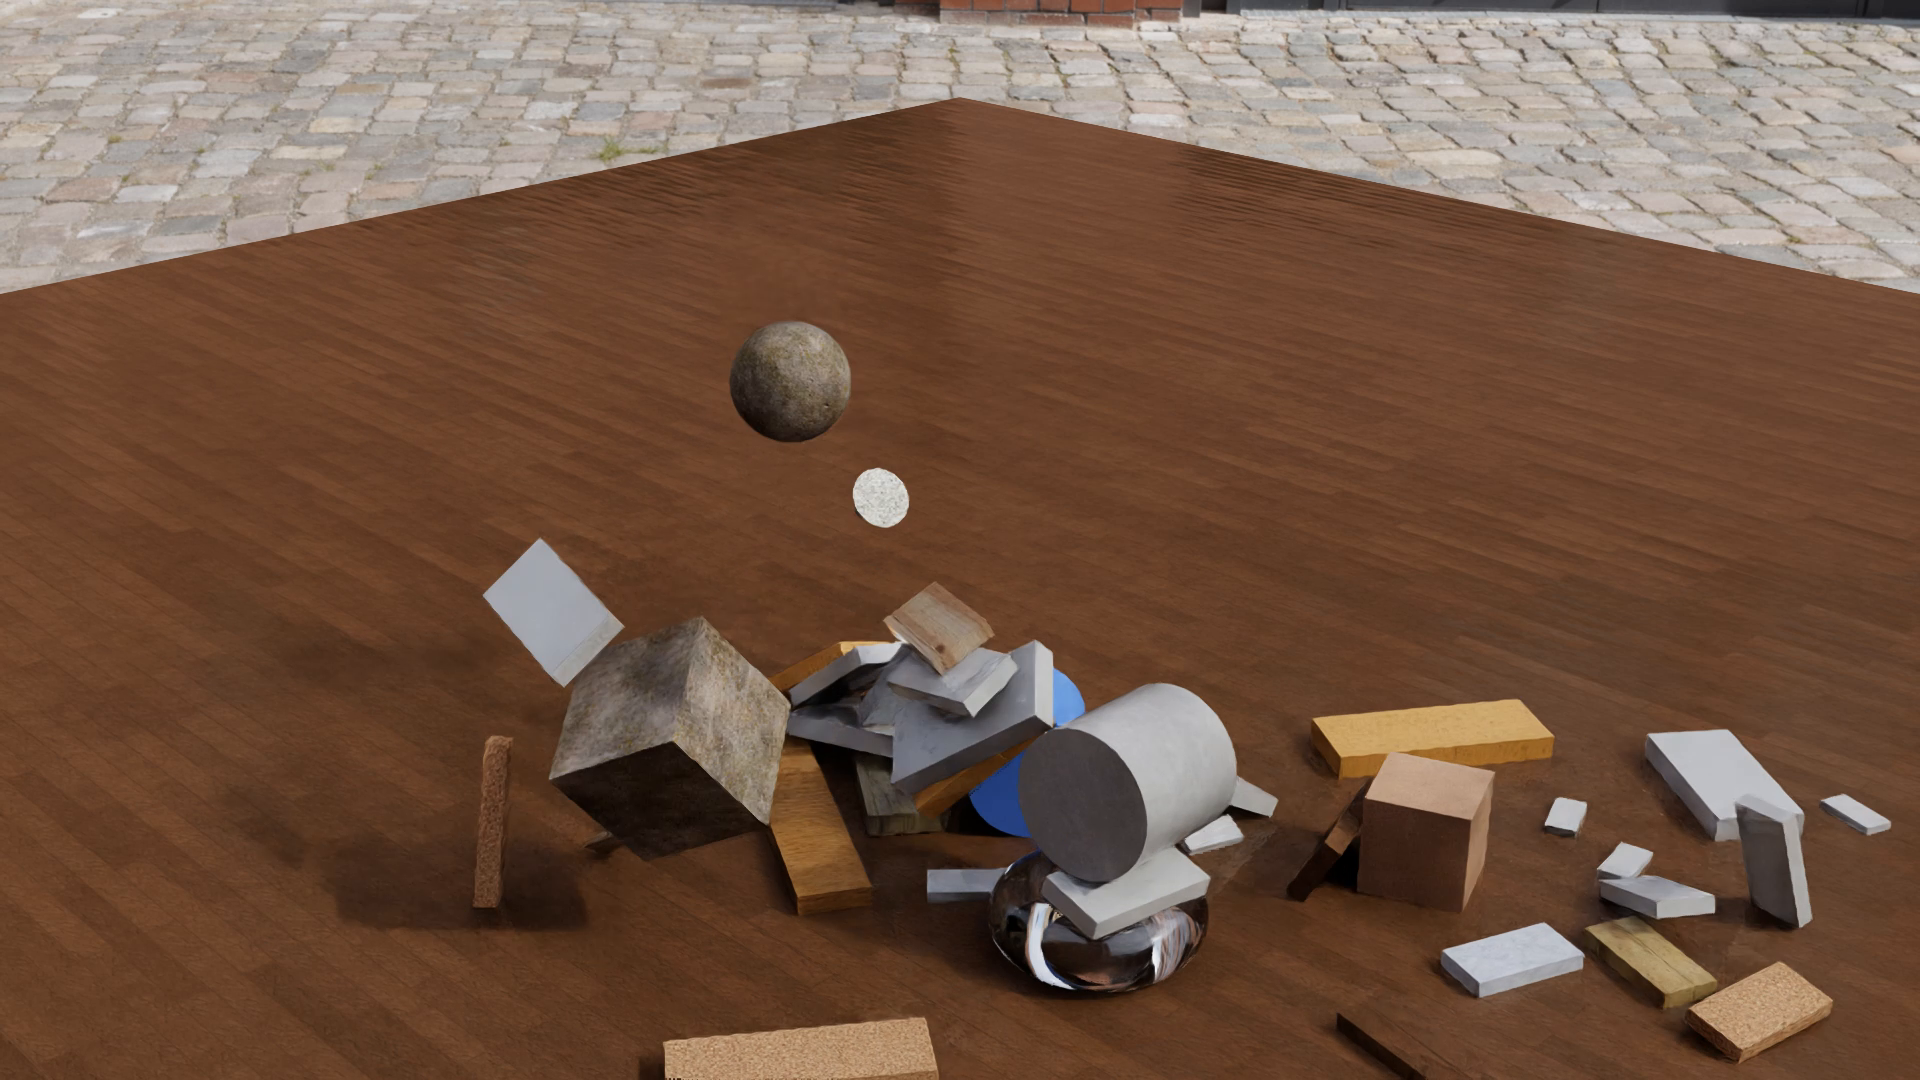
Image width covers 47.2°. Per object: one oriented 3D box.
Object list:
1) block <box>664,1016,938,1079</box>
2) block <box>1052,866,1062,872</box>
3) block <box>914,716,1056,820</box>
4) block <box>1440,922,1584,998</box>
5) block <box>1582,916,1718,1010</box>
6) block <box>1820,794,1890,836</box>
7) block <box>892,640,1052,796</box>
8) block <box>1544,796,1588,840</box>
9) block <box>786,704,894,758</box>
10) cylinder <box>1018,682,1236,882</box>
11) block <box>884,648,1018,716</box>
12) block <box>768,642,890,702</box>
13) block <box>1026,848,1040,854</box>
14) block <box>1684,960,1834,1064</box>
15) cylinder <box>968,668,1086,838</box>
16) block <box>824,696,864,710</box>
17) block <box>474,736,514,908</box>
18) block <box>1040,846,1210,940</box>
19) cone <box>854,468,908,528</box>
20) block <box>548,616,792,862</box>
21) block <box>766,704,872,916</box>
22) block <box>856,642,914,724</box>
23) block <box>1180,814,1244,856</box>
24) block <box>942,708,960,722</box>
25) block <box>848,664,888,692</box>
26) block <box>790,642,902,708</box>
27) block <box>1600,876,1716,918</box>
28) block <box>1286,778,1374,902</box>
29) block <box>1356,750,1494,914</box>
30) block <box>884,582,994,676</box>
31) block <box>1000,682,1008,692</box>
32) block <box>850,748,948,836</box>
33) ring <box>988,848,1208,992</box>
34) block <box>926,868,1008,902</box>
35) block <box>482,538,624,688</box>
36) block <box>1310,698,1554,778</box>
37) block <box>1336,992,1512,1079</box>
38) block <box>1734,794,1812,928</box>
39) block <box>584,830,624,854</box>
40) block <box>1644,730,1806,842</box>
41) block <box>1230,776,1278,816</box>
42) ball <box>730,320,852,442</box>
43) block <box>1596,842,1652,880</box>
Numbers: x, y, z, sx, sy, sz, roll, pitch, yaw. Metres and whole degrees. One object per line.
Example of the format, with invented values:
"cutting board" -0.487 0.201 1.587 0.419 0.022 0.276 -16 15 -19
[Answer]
"block" -0.266 0.873 3.649 0.442 0.042 0.149 -3 23 -8
"block" 0.247 0.588 4.000 0.081 0.023 0.163 20 29 31
"block" 0.035 0.386 4.259 0.319 0.045 0.160 -39 36 18
"block" 0.991 0.753 3.946 0.226 0.032 0.113 -10 25 -22
"block" 1.234 0.755 3.941 0.113 0.032 0.226 -9 25 -20
"block" 1.805 0.554 4.434 0.062 0.018 0.124 -10 25 -23
"block" 0.022 0.343 4.226 0.358 0.051 0.179 -29 40 30
"block" 1.219 0.558 4.423 0.062 0.018 0.124 10 25 23
"block" -0.196 0.398 4.624 0.319 0.045 0.160 8 11 36
"cylinder" 0.298 0.426 3.903 0.279 0.279 0.279 18 25 36
"block" -0.018 0.258 4.213 0.131 0.037 0.278 -45 27 -21
"block" -0.292 0.284 4.727 0.142 0.040 0.283 2 -23 -45
"block" 0.209 0.588 4.212 0.081 0.023 0.163 -5 -15 -36
"block" 1.372 0.809 3.775 0.233 0.033 0.117 -17 36 -28
"cylinder" 0.137 0.420 4.438 0.260 0.260 0.260 -1 23 -3
"block" -0.221 0.342 4.661 0.068 0.019 0.136 -5 -4 -37
"block" -0.867 0.522 4.091 0.042 0.299 0.149 4 0 -8
"block" 0.295 0.612 3.900 0.279 0.040 0.140 -14 38 -38
"cone" -0.183 -0.068 4.388 0.121 0.121 0.121 -15 -7 -31
"block" -0.509 0.355 3.896 0.273 0.273 0.273 -19 42 27
"block" -0.337 0.528 4.464 0.142 0.040 0.781 -6 24 -14
"block" -0.096 0.278 4.499 0.131 0.262 0.037 1 46 -40
"block" 0.492 0.582 4.342 0.123 0.017 0.062 -11 44 -24
"block" -0.012 0.294 4.251 0.056 0.016 0.112 -34 38 24
"block" -0.161 0.282 4.580 0.136 0.019 0.068 -27 -17 36
"block" -0.227 0.284 4.631 0.142 0.040 0.283 -4 -19 -37
"block" 1.286 0.658 4.062 0.113 0.032 0.226 -4 1 -9
"block" 0.724 0.574 4.228 0.040 0.140 0.279 38 34 10
"block" 0.888 0.555 4.195 0.202 0.202 0.202 10 25 22
"block" -0.043 0.170 4.303 0.131 0.037 0.262 -37 26 -9
"block" 0.051 0.259 4.196 0.112 0.016 0.056 1 45 48
"block" -0.127 0.503 4.512 0.160 0.045 0.319 -3 22 -8
"ring" 0.251 0.678 3.995 0.403 0.134 0.403 0 22 0
"block" 0.019 0.657 4.183 0.163 0.023 0.081 -1 23 -1
"block" -0.735 0.127 3.957 0.149 0.042 0.299 -45 45 -5
"block" 1.007 0.423 4.699 0.474 0.051 0.179 -4 23 -10
"block" 0.828 0.893 3.613 0.117 0.033 0.491 -14 27 -30
"block" 1.499 0.591 4.053 0.033 0.233 0.117 -26 24 -19
"block" -0.670 0.580 4.267 0.112 0.016 0.056 -22 -33 30
"block" 1.565 0.500 4.518 0.179 0.051 0.358 -2 23 -6
"block" 0.498 0.483 4.398 0.279 0.040 0.139 21 5 -42
"ball" -0.349 -0.326 4.528 0.251 0.251 0.251 0 23 0
"block" 1.287 0.628 4.259 0.062 0.018 0.124 16 28 34
